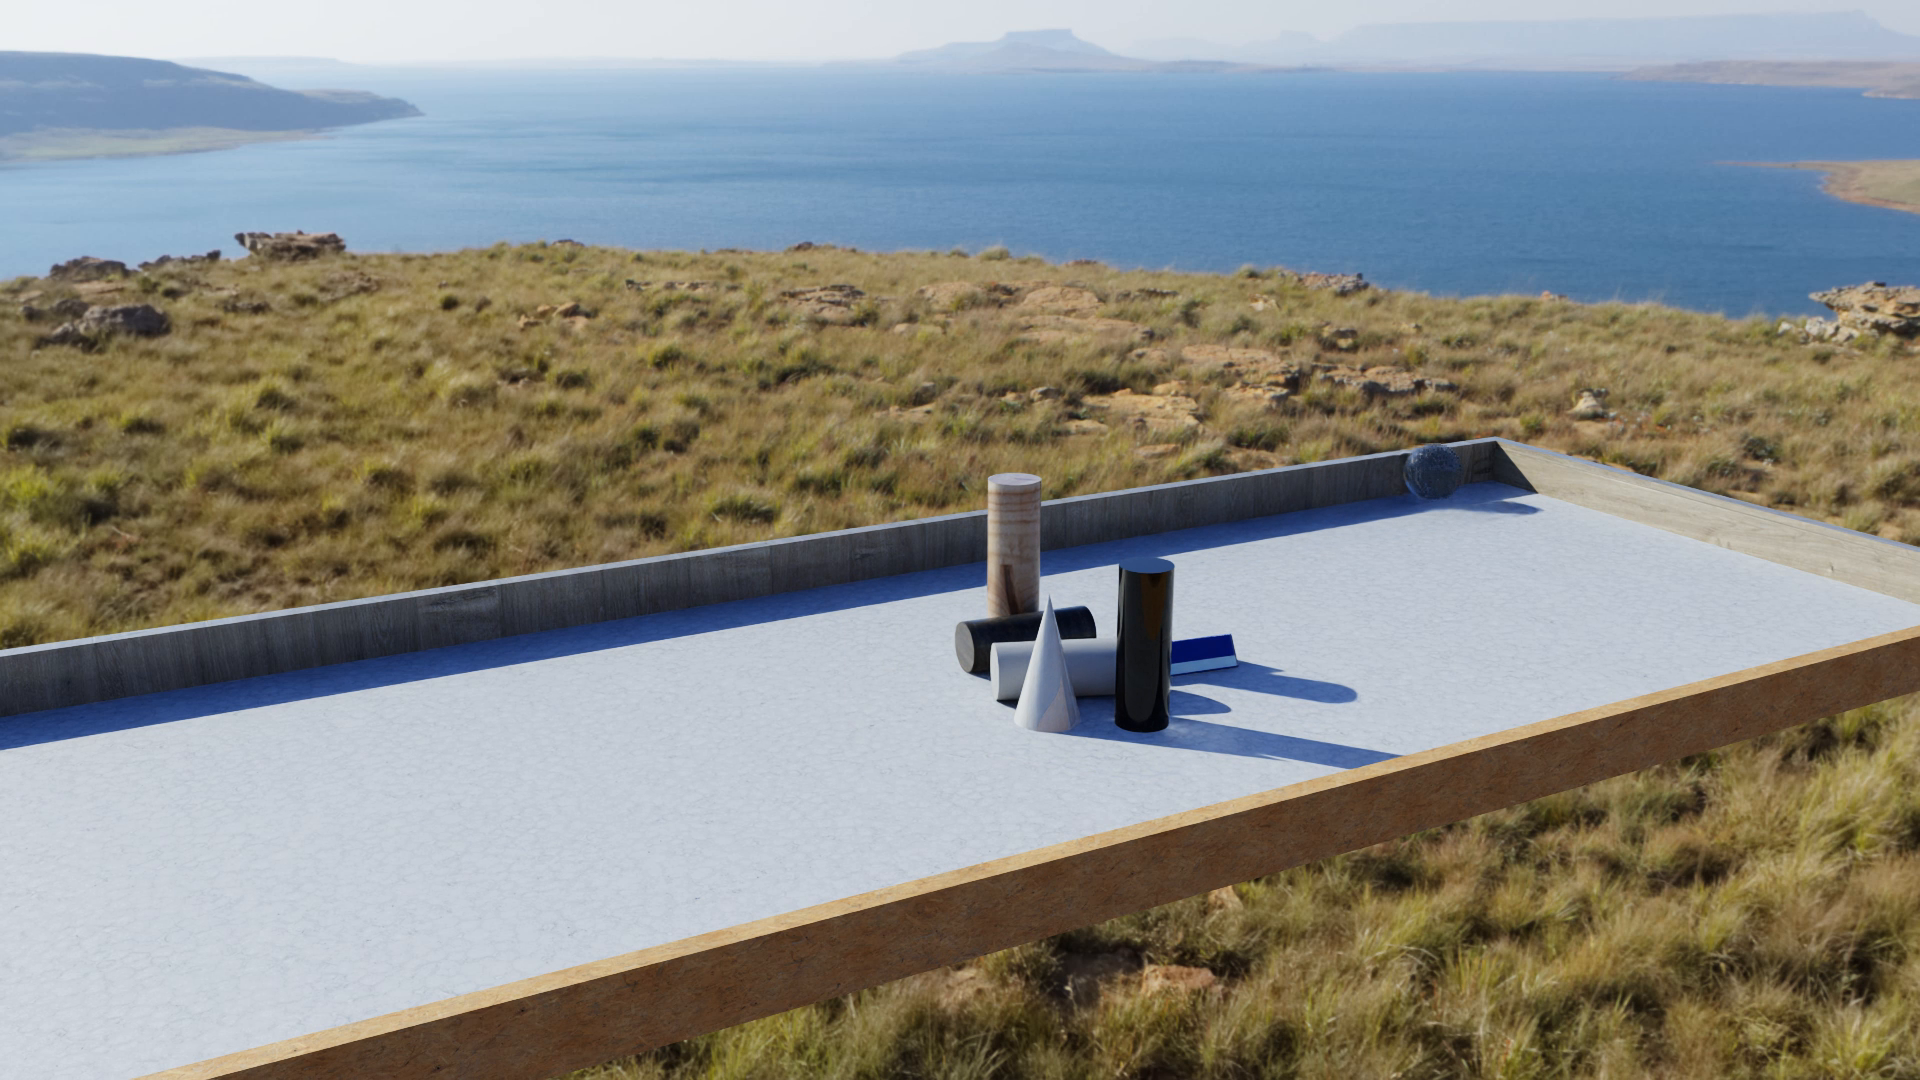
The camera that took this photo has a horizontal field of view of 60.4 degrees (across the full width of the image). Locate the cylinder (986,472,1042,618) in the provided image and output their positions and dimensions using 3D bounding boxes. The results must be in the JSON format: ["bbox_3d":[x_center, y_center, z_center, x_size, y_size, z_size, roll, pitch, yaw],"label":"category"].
[{"bbox_3d":[0.142,0.060,4.345,0.139,0.452,0.139,0,15,0],"label":"cylinder"}]

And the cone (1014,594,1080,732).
[{"bbox_3d":[0.207,0.274,3.865,0.159,0.315,0.159,0,16,0],"label":"cone"}]

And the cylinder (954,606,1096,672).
[{"bbox_3d":[0.170,0.254,4.260,0.343,0.130,0.130,-7,18,-21],"label":"cylinder"}]

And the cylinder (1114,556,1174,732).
[{"bbox_3d":[0.429,0.243,3.838,0.128,0.388,0.128,0,16,0],"label":"cylinder"}]

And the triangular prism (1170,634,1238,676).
[{"bbox_3d":[0.554,0.293,4.212,0.310,0.077,0.089,-6,18,-20],"label":"triangular prism"}]

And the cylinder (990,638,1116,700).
[{"bbox_3d":[0.251,0.314,4.038,0.336,0.139,0.139,-2,17,-7],"label":"cylinder"}]

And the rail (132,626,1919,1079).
[{"bbox_3d":[-2.336,1.006,1.665,12.000,0.150,0.050,-9,18,-27],"label":"rail"}]

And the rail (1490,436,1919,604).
[{"bbox_3d":[2.466,-0.048,5.253,0.050,0.150,2.100,-9,18,-27],"label":"rail"}]

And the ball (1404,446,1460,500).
[{"bbox_3d":[1.664,-0.237,5.817,0.195,0.195,0.195,0,16,0],"label":"ball"}]

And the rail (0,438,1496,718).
[{"bbox_3d":[-3.305,0.497,3.399,12.000,0.150,0.050,-9,18,-27],"label":"rail"}]
